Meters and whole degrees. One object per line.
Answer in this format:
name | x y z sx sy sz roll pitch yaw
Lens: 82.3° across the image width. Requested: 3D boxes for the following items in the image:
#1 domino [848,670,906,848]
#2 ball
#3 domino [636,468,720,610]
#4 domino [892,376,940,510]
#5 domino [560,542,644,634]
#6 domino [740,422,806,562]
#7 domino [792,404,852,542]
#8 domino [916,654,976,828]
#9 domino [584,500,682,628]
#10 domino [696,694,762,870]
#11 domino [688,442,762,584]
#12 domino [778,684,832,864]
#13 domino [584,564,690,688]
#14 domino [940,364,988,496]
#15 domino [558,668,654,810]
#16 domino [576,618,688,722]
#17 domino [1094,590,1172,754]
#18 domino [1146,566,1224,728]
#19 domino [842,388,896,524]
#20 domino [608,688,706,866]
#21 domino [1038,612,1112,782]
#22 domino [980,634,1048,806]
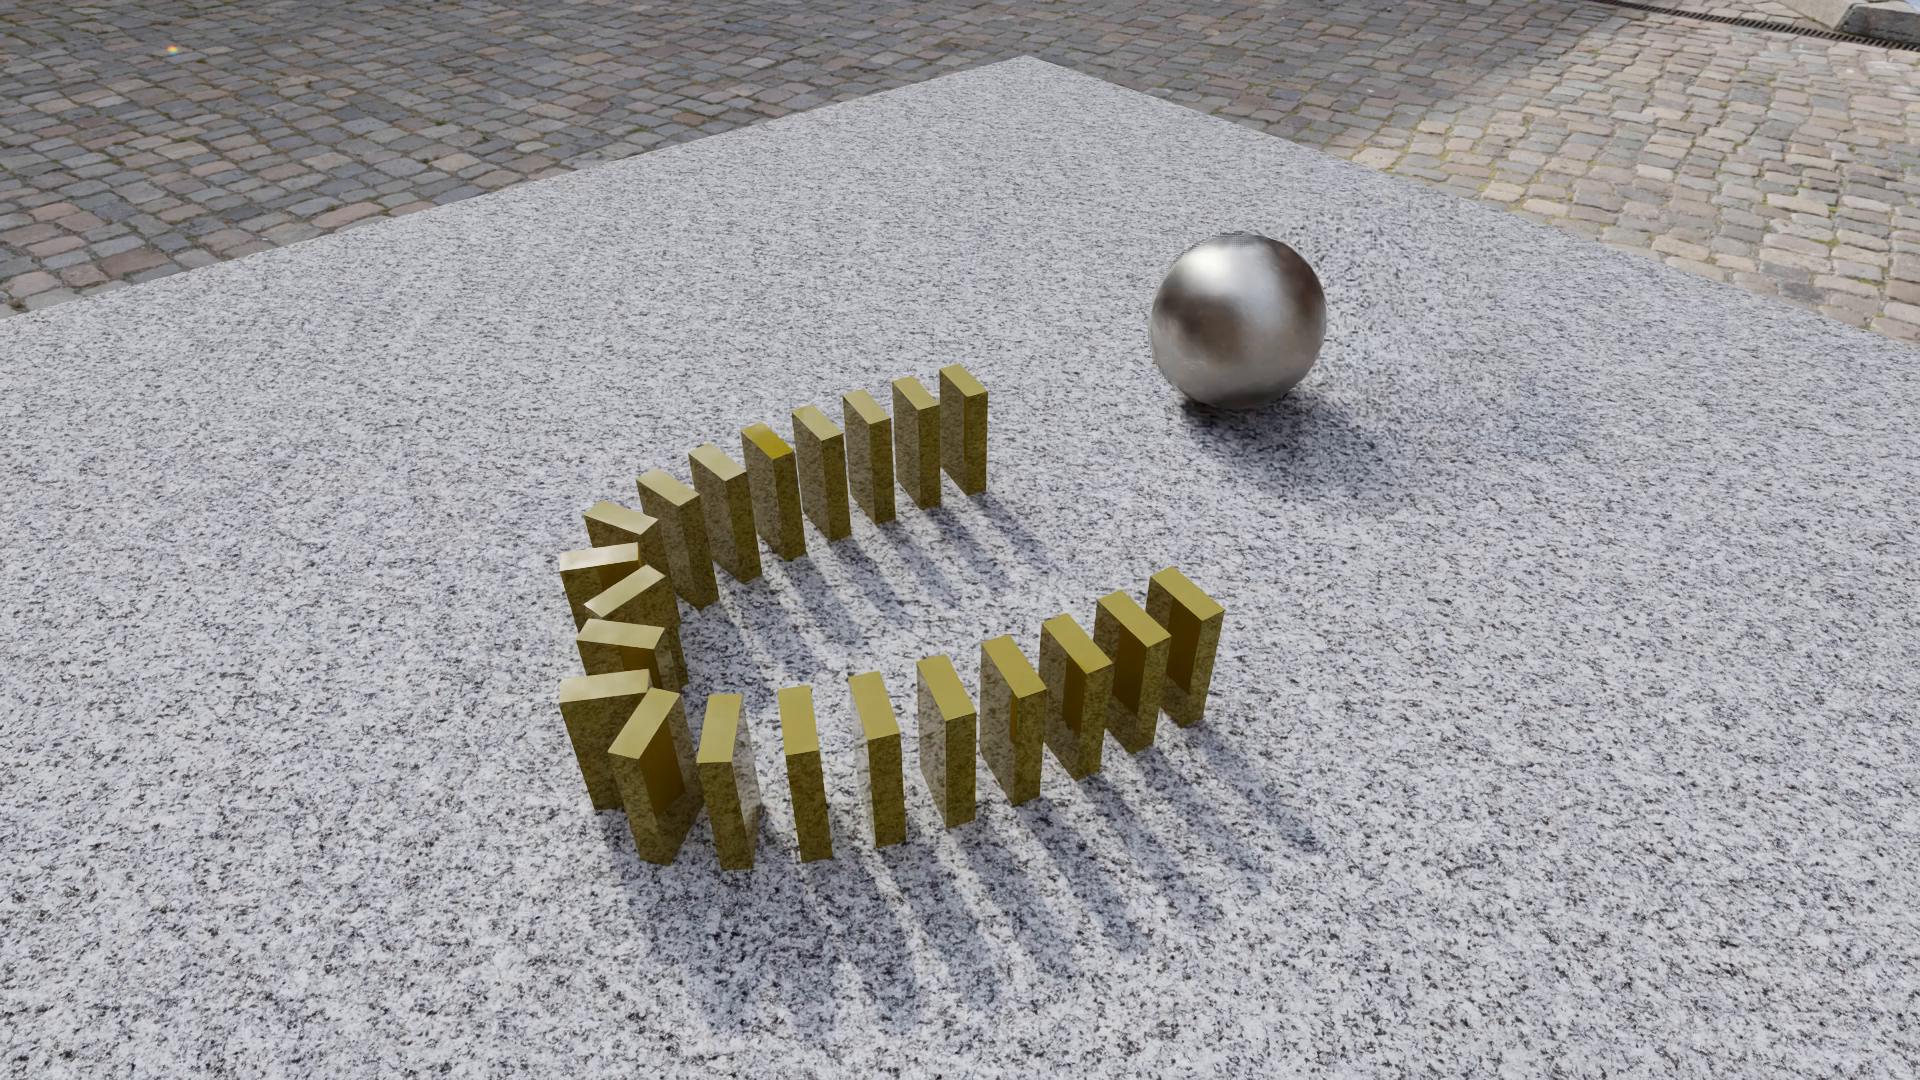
domino | -0.025 0.066 0.330 0.009 0.050 0.025 -11 41 -13
ball | 0.129 -0.101 0.511 0.080 0.080 0.080 0 39 0
domino | -0.105 0.000 0.411 0.025 0.050 0.010 29 47 30
domino | -0.018 -0.040 0.461 0.009 0.050 0.025 -18 43 -21
domino | -0.120 0.025 0.381 0.025 0.050 0.010 -8 40 -10
domino | -0.073 -0.019 0.434 0.009 0.050 0.025 -26 46 -28
domino | -0.056 -0.027 0.444 0.010 0.050 0.025 -23 45 -26
domino | -0.004 0.062 0.336 0.010 0.050 0.025 -14 41 -16
domino | -0.118 0.011 0.398 0.025 0.050 0.010 17 42 20
domino | -0.067 0.072 0.324 0.009 0.050 0.025 -1 39 -2
domino | -0.090 -0.010 0.423 0.009 0.050 0.025 -31 48 -32
domino | -0.046 0.070 0.326 0.010 0.050 0.025 -8 40 -9
domino | -0.107 0.035 0.368 0.010 0.050 0.025 27 46 29
domino | 0.001 -0.047 0.468 0.009 0.050 0.025 -19 43 -21
domino | -0.104 0.062 0.336 0.025 0.050 0.010 -6 40 -7
domino | -0.104 0.048 0.353 0.025 0.050 0.010 6 40 7
domino | 0.054 0.043 0.358 0.010 0.050 0.025 -21 44 -24
domino | 0.073 0.036 0.367 0.009 0.050 0.025 -22 44 -24
domino | -0.037 -0.034 0.453 0.009 0.050 0.025 -20 43 -22
domino | -0.089 0.071 0.325 0.010 0.050 0.025 10 40 12
domino | 0.035 0.050 0.350 0.009 0.050 0.025 -19 43 -22
domino | 0.016 0.057 0.342 0.010 0.050 0.025 -16 42 -19
